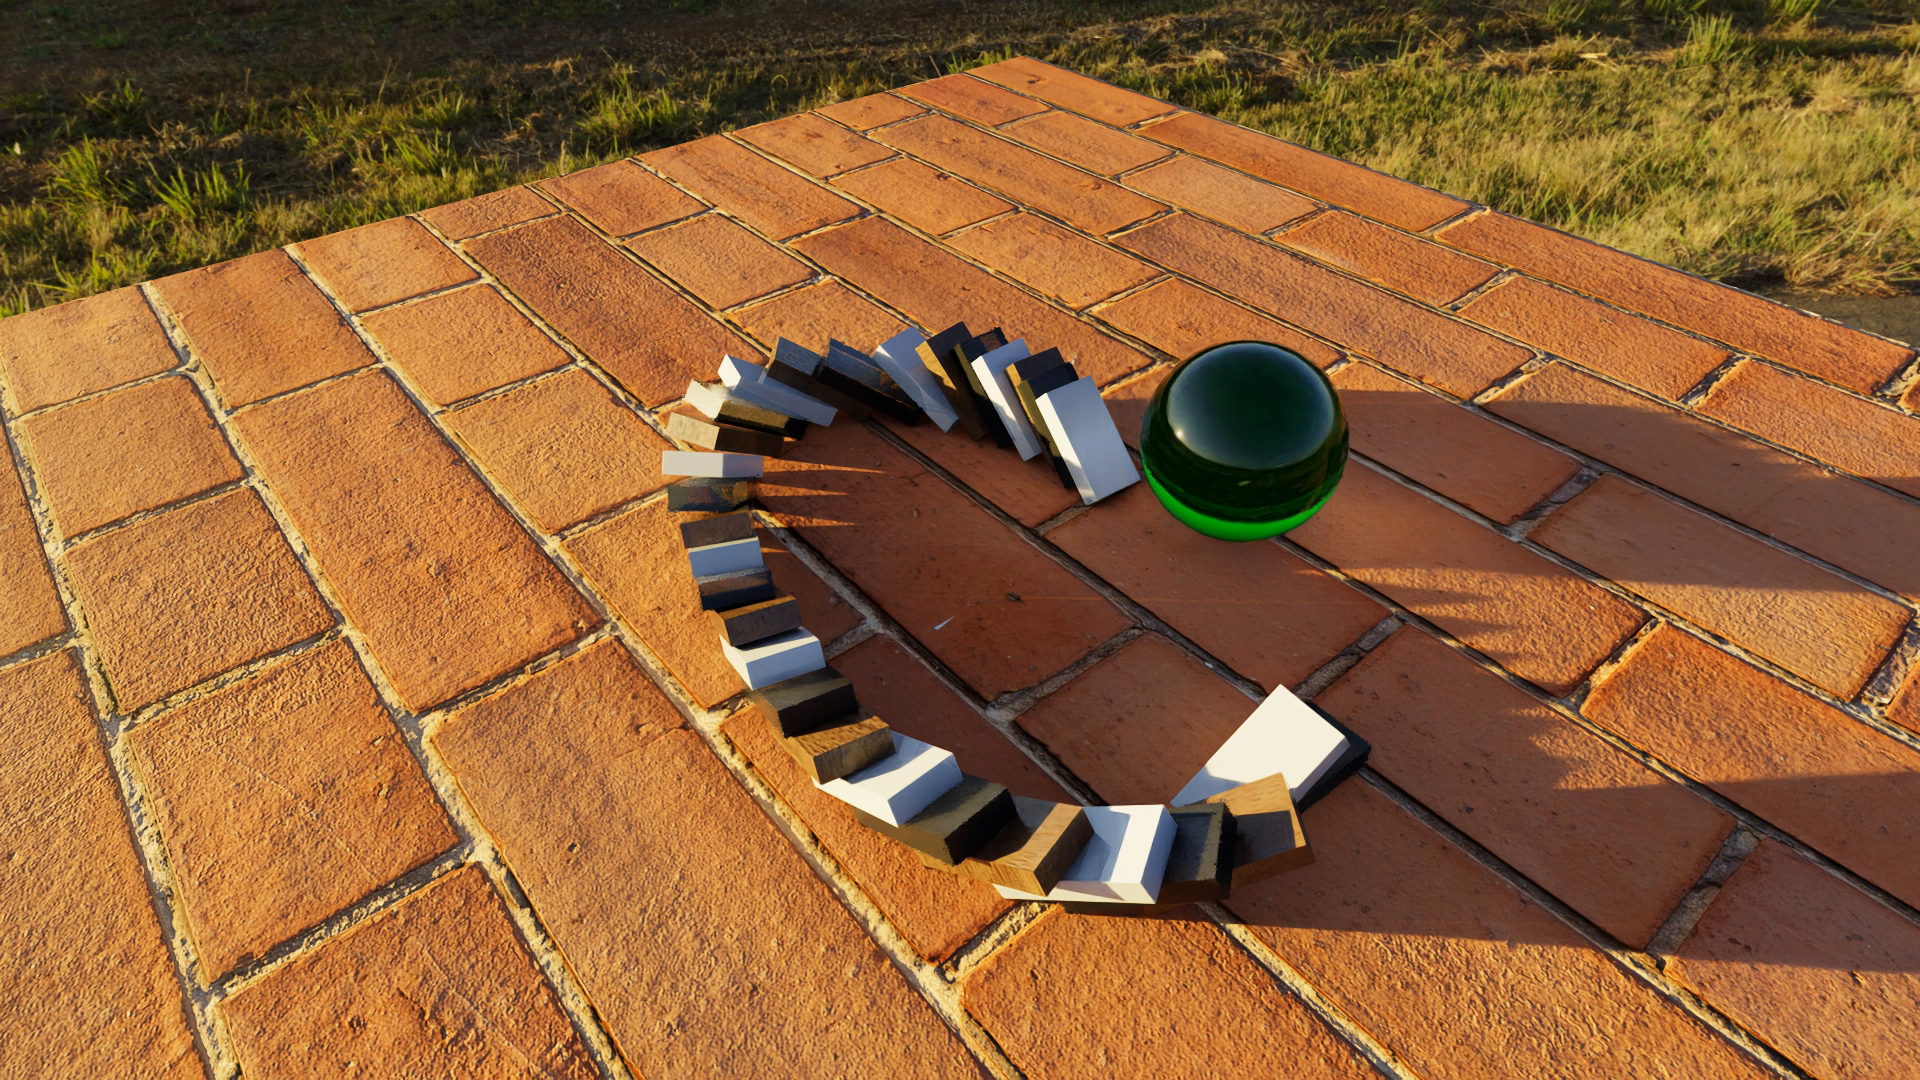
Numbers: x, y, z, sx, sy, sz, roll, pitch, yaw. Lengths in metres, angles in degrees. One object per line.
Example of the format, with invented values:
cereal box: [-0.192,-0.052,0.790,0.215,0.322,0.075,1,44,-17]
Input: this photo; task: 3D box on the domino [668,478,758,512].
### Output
domino: [-0.100,-0.019,0.447,0.025,0.010,0.050,0,7,0]

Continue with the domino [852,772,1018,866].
domino: [-0.009,0.079,0.328,0.025,0.009,0.050,-32,21,-32]

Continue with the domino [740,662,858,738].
domino: [-0.055,0.049,0.366,0.025,0.010,0.050,-19,16,-21]

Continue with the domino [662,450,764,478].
domino: [-0.102,-0.031,0.459,0.025,0.009,0.050,3,4,8]

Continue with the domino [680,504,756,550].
domino: [-0.094,-0.006,0.430,0.025,0.009,0.050,-10,7,-8]

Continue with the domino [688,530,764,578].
domino: [-0.089,0.005,0.417,0.025,0.010,0.050,-11,7,-11]

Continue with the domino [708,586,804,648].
domino: [-0.074,0.026,0.391,0.025,0.010,0.050,-16,9,-18]

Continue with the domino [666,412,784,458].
domino: [-0.101,-0.045,0.477,0.025,0.010,0.050,19,7,21]

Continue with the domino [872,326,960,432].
domino: [-0.014,-0.076,0.517,0.050,0.010,0.025,46,50,6]

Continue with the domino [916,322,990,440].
domino: [0.004,-0.073,0.508,0.025,0.009,0.050,-35,95,-35]

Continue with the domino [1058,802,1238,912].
domino: [0.052,0.090,0.313,0.050,0.009,0.025,-17,32,31]

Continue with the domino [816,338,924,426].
domino: [-0.041,-0.074,0.515,0.050,0.009,0.025,24,36,-18]

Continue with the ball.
ball: [0.112,-0.039,0.435,0.080,0.080,0.080,0,39,0]

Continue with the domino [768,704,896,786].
domino: [-0.042,0.061,0.352,0.025,0.010,0.050,-20,16,-22]

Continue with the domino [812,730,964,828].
domino: [-0.024,0.071,0.339,0.025,0.010,0.050,-30,20,-30]

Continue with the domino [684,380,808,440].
domino: [-0.095,-0.058,0.493,0.025,0.010,0.050,35,16,35]

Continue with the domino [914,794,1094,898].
domino: [0.011,0.086,0.319,0.050,0.009,0.025,-3,31,46]

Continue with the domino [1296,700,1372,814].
domino: [0.105,0.073,0.354,0.050,0.009,0.025,-26,46,-28]

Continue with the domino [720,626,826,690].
domino: [-0.066,0.037,0.380,0.025,0.009,0.050,-17,13,-19]

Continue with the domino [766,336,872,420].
domino: [-0.065,-0.076,0.516,0.050,0.010,0.025,23,30,-18]

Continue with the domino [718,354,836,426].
domino: [-0.084,-0.068,0.506,0.050,0.010,0.025,16,24,-36]

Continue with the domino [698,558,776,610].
domino: [-0.083,0.015,0.405,0.025,0.009,0.050,-11,8,-13]

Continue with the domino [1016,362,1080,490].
domino: [0.047,-0.050,0.479,0.025,0.010,0.050,-25,89,-27]

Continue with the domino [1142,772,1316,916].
domino: [0.074,0.088,0.318,0.050,0.009,0.025,-24,36,16]

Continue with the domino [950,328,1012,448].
domino: [0.018,-0.070,0.503,0.025,0.010,0.050,-28,90,-31]

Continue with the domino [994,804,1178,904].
domino: [0.035,0.089,0.313,0.050,0.010,0.025,-12,34,37]

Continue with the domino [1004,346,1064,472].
domino: [0.042,-0.058,0.490,0.025,0.010,0.050,-25,89,-27]

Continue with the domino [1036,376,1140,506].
domino: [0.055,-0.043,0.470,0.025,0.010,0.050,-25,89,-27]

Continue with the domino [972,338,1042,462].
domino: [0.028,-0.063,0.496,0.025,0.009,0.050,-29,91,-31]

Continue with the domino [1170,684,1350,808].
domino: [0.091,0.071,0.334,0.050,0.009,0.025,-47,52,-1]
